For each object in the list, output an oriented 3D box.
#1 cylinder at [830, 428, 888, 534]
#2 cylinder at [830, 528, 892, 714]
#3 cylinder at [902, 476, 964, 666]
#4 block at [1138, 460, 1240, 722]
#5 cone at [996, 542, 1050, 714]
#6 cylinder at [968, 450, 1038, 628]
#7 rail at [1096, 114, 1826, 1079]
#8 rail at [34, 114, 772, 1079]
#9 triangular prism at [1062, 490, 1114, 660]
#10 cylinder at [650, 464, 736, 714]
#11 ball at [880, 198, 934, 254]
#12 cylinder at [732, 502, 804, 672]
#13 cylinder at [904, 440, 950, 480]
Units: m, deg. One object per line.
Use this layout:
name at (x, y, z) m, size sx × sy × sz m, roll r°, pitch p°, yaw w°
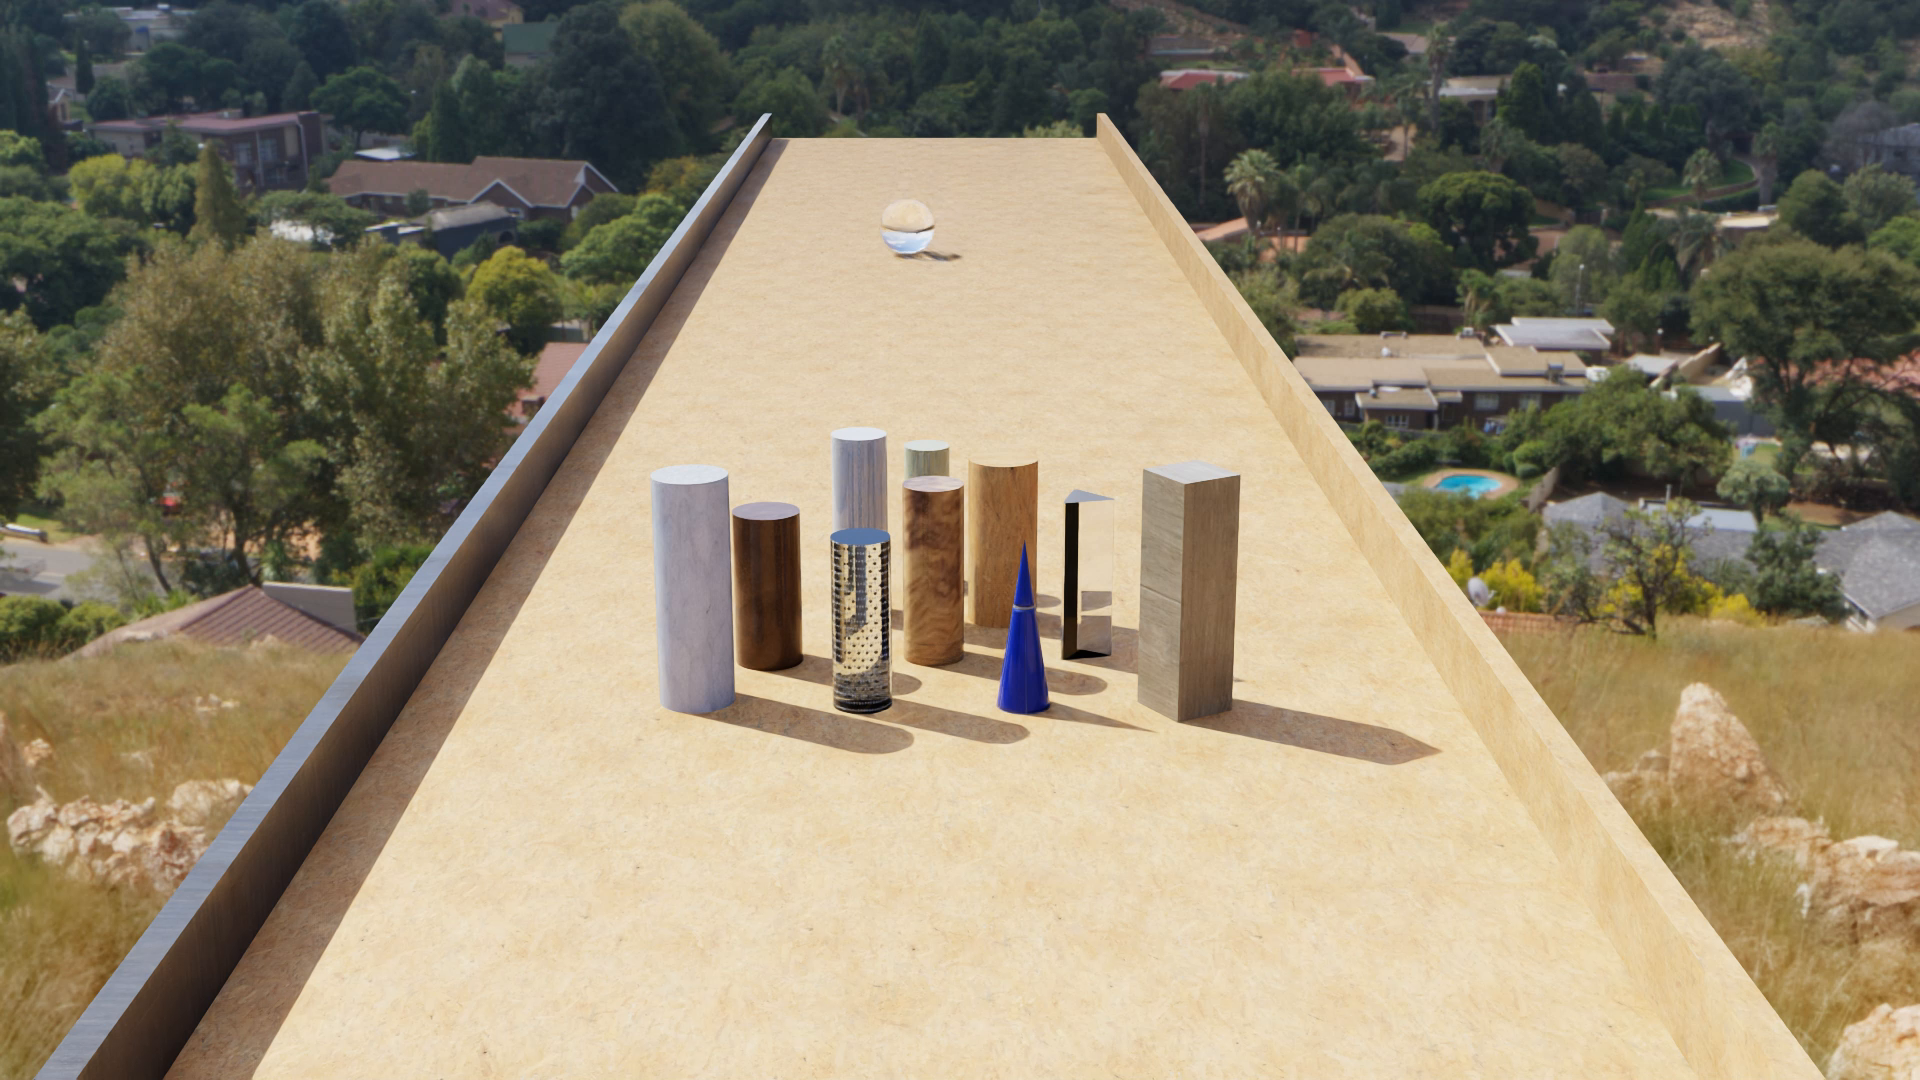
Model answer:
cylinder at (-0.211, -0.033, 4.648) m, size 0.117 × 0.394 × 0.117 m, roll 0°, pitch 17°, yaw 0°
cylinder at (-0.185, 0.152, 4.134) m, size 0.113 × 0.331 × 0.113 m, roll 0°, pitch 17°, yaw 0°
cylinder at (-0.053, 0.062, 4.386) m, size 0.122 × 0.361 × 0.122 m, roll 0°, pitch 17°, yaw 0°
block at (0.425, 0.095, 4.103) m, size 0.128 × 0.459 × 0.128 m, roll -10°, pitch 19°, yaw -30°
cone at (0.120, 0.156, 4.127) m, size 0.103 × 0.329 × 0.103 m, roll 0°, pitch 17°, yaw 0°
cylinder at (0.090, -0.003, 4.624) m, size 0.145 × 0.349 × 0.145 m, roll 0°, pitch 17°, yaw 0°
rail at (0.932, -0.844, 7.801) m, size 0.050 × 0.150 × 12.000 m, roll 0°, pitch 17°, yaw -1°
rail at (-1.118, -0.838, 7.780) m, size 0.050 × 0.150 × 12.000 m, roll 0°, pitch 17°, yaw -1°
triangular prism at (0.244, 0.068, 4.425) m, size 0.105 × 0.327 × 0.091 m, roll -4°, pitch 17°, yaw -14°
cylinder at (-0.501, 0.092, 4.136) m, size 0.144 × 0.446 × 0.144 m, roll 0°, pitch 17°, yaw 0°
ball at (-0.223, -1.319, 9.255) m, size 0.233 × 0.233 × 0.233 m, roll 0°, pitch 17°, yaw 0°
cylinder at (-0.382, 0.092, 4.374) m, size 0.134 × 0.311 × 0.134 m, roll 0°, pitch 17°, yaw 0°
cylinder at (-0.073, -0.058, 4.870) m, size 0.101 × 0.314 × 0.101 m, roll 0°, pitch 17°, yaw 0°
